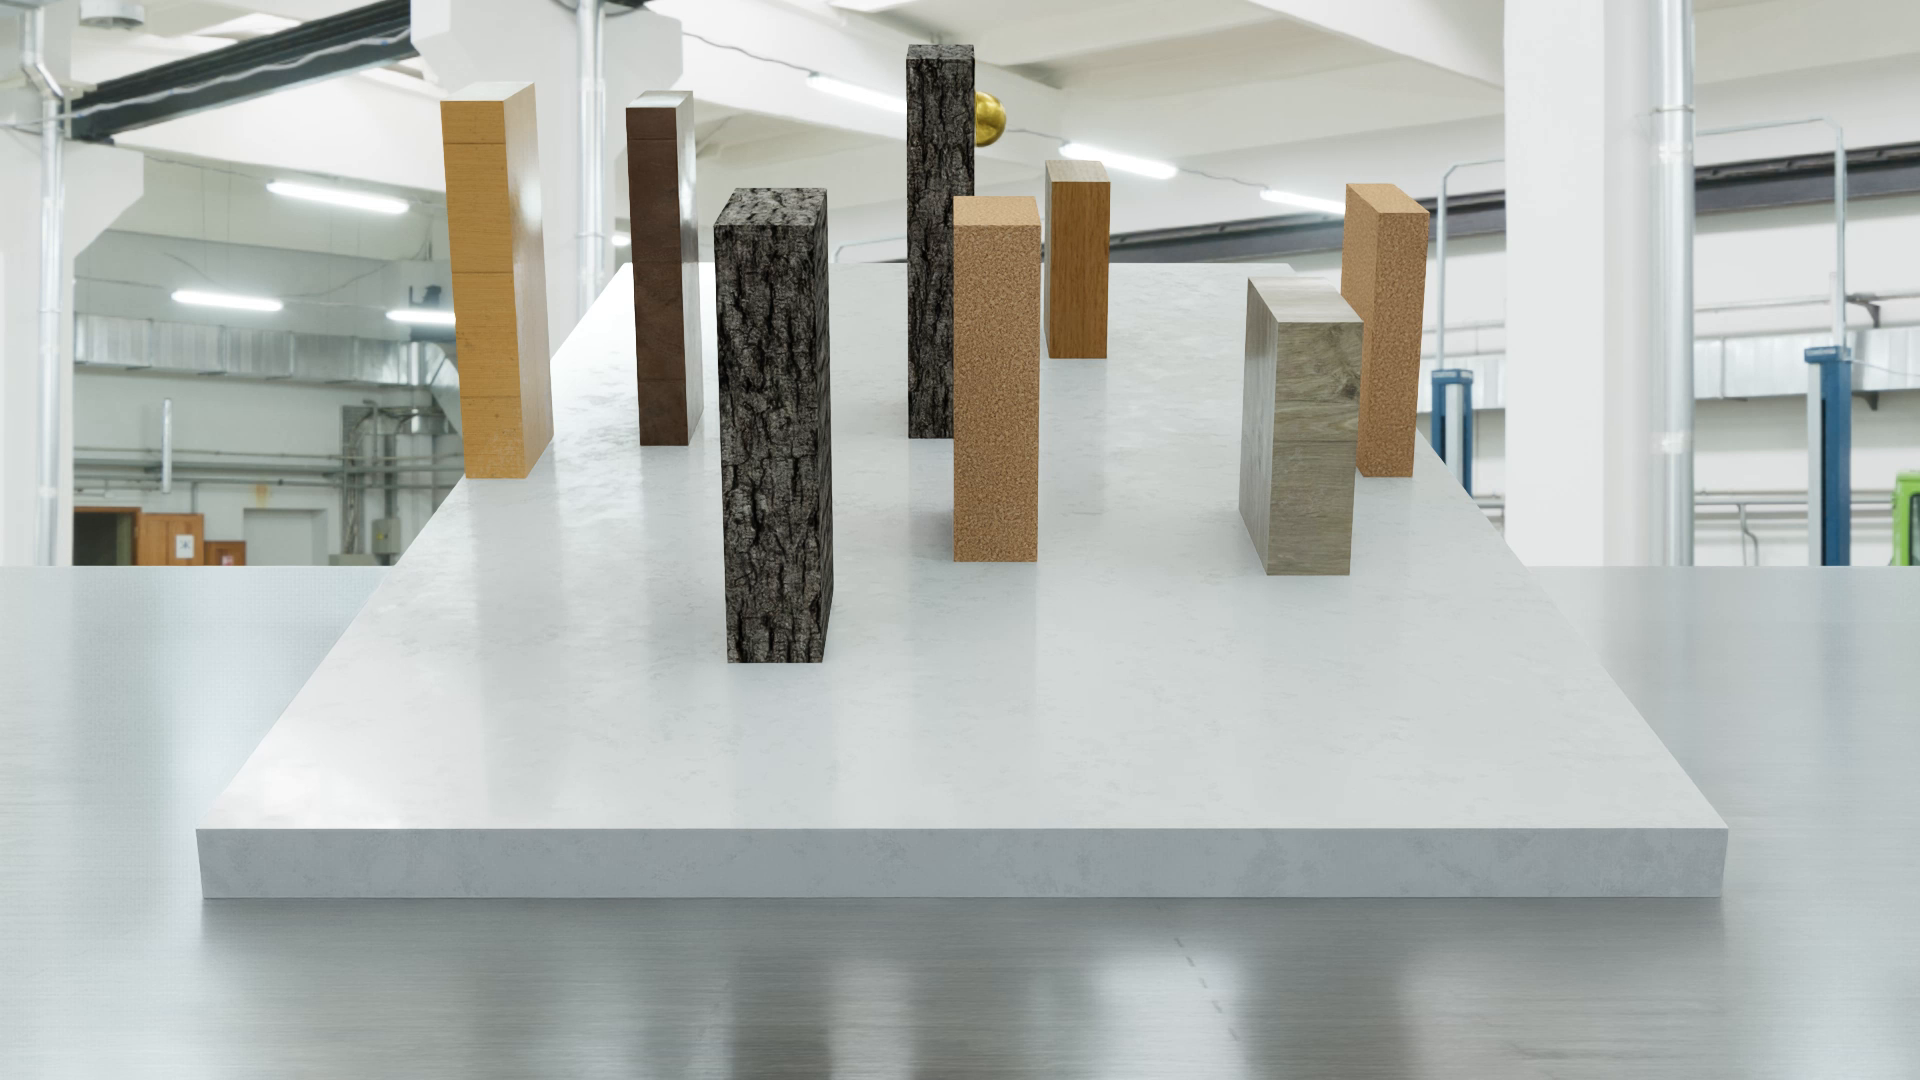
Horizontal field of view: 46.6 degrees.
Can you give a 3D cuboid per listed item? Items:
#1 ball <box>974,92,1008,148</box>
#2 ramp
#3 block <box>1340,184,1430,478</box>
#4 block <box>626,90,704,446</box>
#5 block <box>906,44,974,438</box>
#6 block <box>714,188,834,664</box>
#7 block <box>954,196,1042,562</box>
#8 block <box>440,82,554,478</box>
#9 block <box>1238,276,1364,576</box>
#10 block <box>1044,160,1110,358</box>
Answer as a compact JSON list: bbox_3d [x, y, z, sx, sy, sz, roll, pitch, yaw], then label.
[{"bbox_3d":[0.057,-1.231,6.532,0.163,0.163,0.163,0,-1,0],"label":"ball"},{"bbox_3d":[-0.003,-0.182,4.831,2.000,0.100,4.000,0,18,0],"label":"ramp"},{"bbox_3d":[0.862,-0.438,4.594,0.099,0.535,0.379,0,18,0],"label":"block"},{"bbox_3d":[-0.626,-0.584,4.763,0.102,0.707,0.316,0,18,0],"label":"block"},{"bbox_3d":[-0.041,-0.647,4.812,0.140,0.798,0.328,0,18,0],"label":"block"},{"bbox_3d":[-0.290,-0.190,3.555,0.148,0.687,0.361,0,18,0],"label":"block"},{"bbox_3d":[0.063,-0.296,4.032,0.149,0.602,0.319,0,18,0],"label":"block"},{"bbox_3d":[-0.932,-0.531,4.526,0.121,0.749,0.336,0,18,0],"label":"block"},{"bbox_3d":[0.608,-0.214,4.025,0.145,0.451,0.406,0,18,0],"label":"block"},{"bbox_3d":[0.291,-0.712,5.617,0.142,0.436,0.372,0,18,0],"label":"block"}]
